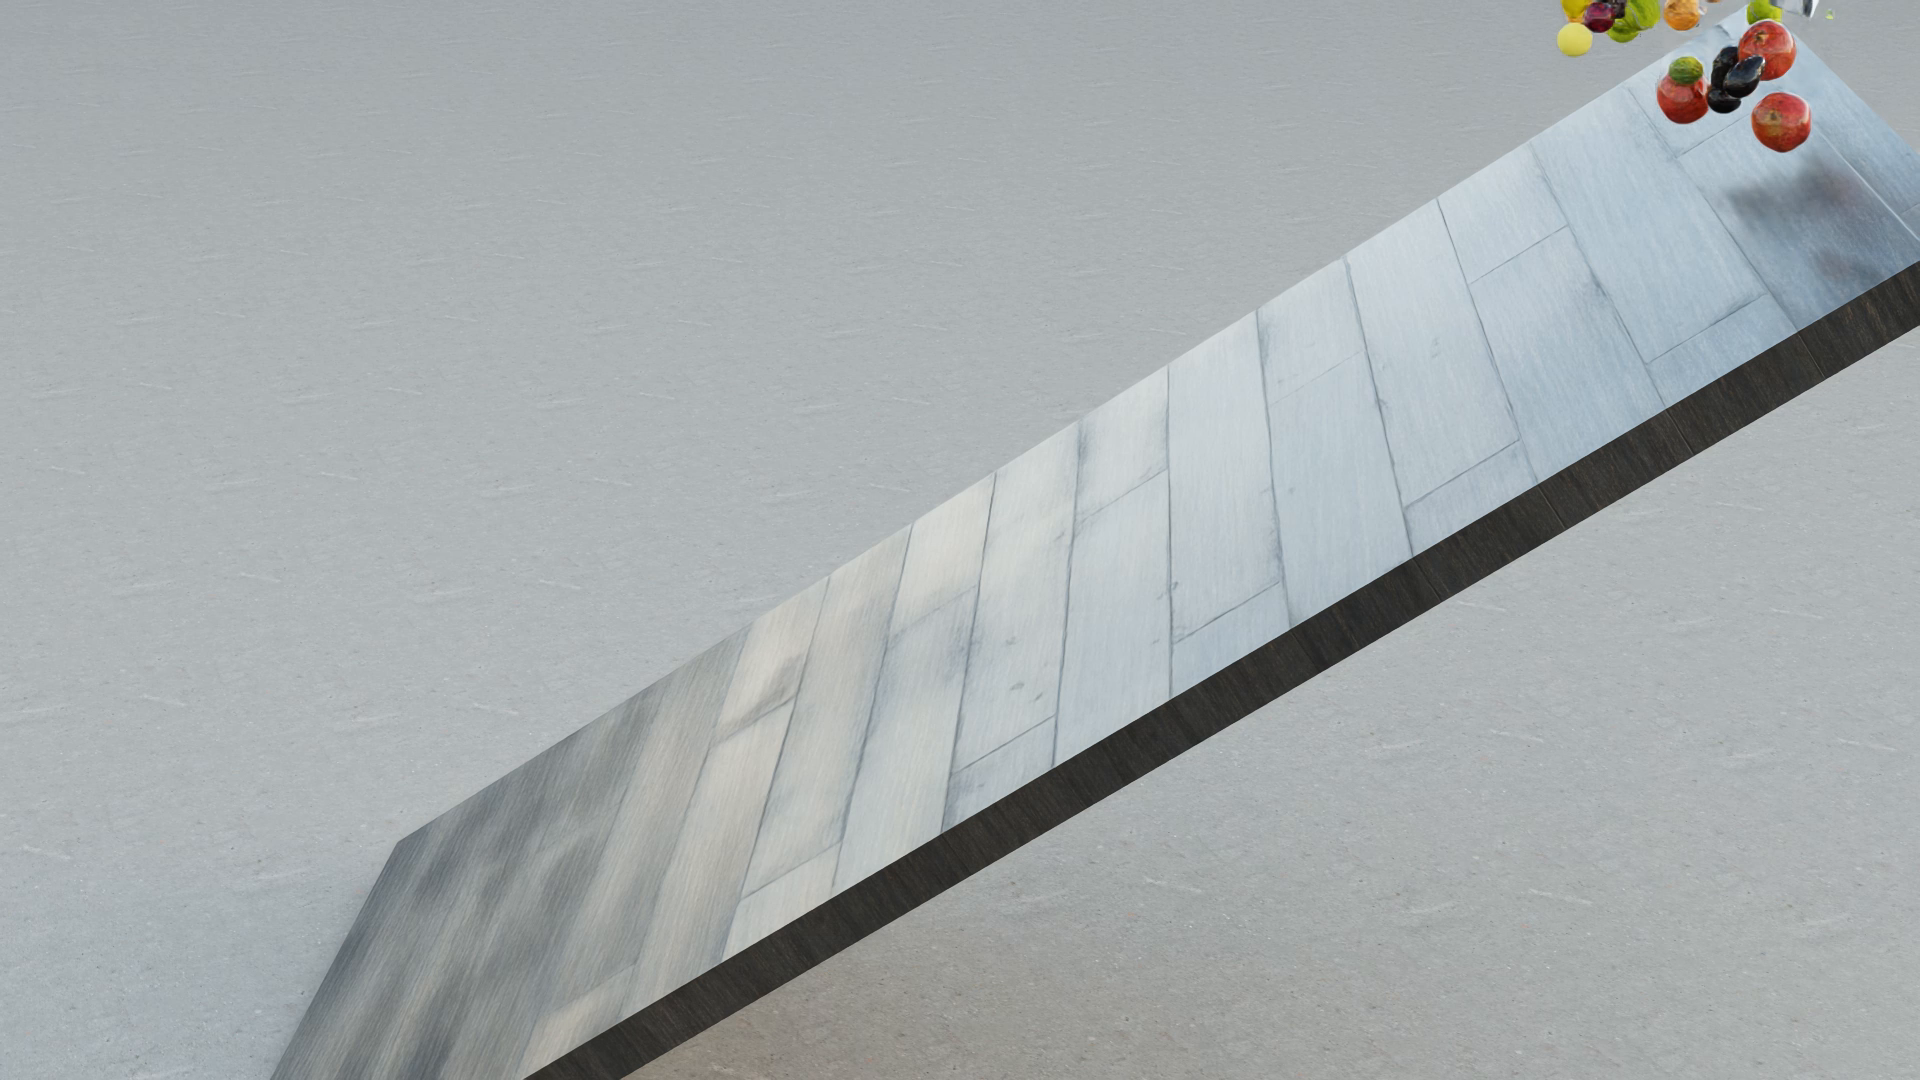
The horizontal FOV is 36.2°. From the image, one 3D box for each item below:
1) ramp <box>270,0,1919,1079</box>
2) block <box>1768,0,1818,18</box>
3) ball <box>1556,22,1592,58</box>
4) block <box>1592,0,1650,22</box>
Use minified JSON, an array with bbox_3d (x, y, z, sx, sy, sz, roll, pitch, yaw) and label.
[{"bbox_3d":[0.138,0.172,6.301,4.000,0.100,2.000,-32,16,14],"label":"ramp"},{"bbox_3d":[1.545,-1.007,5.433,0.064,0.064,0.064,30,19,32],"label":"block"},{"bbox_3d":[1.190,-0.968,5.693,0.067,0.067,0.067,0,21,0],"label":"ball"},{"bbox_3d":[1.299,-1.083,5.767,0.089,0.089,0.089,-19,-12,-27],"label":"block"}]
